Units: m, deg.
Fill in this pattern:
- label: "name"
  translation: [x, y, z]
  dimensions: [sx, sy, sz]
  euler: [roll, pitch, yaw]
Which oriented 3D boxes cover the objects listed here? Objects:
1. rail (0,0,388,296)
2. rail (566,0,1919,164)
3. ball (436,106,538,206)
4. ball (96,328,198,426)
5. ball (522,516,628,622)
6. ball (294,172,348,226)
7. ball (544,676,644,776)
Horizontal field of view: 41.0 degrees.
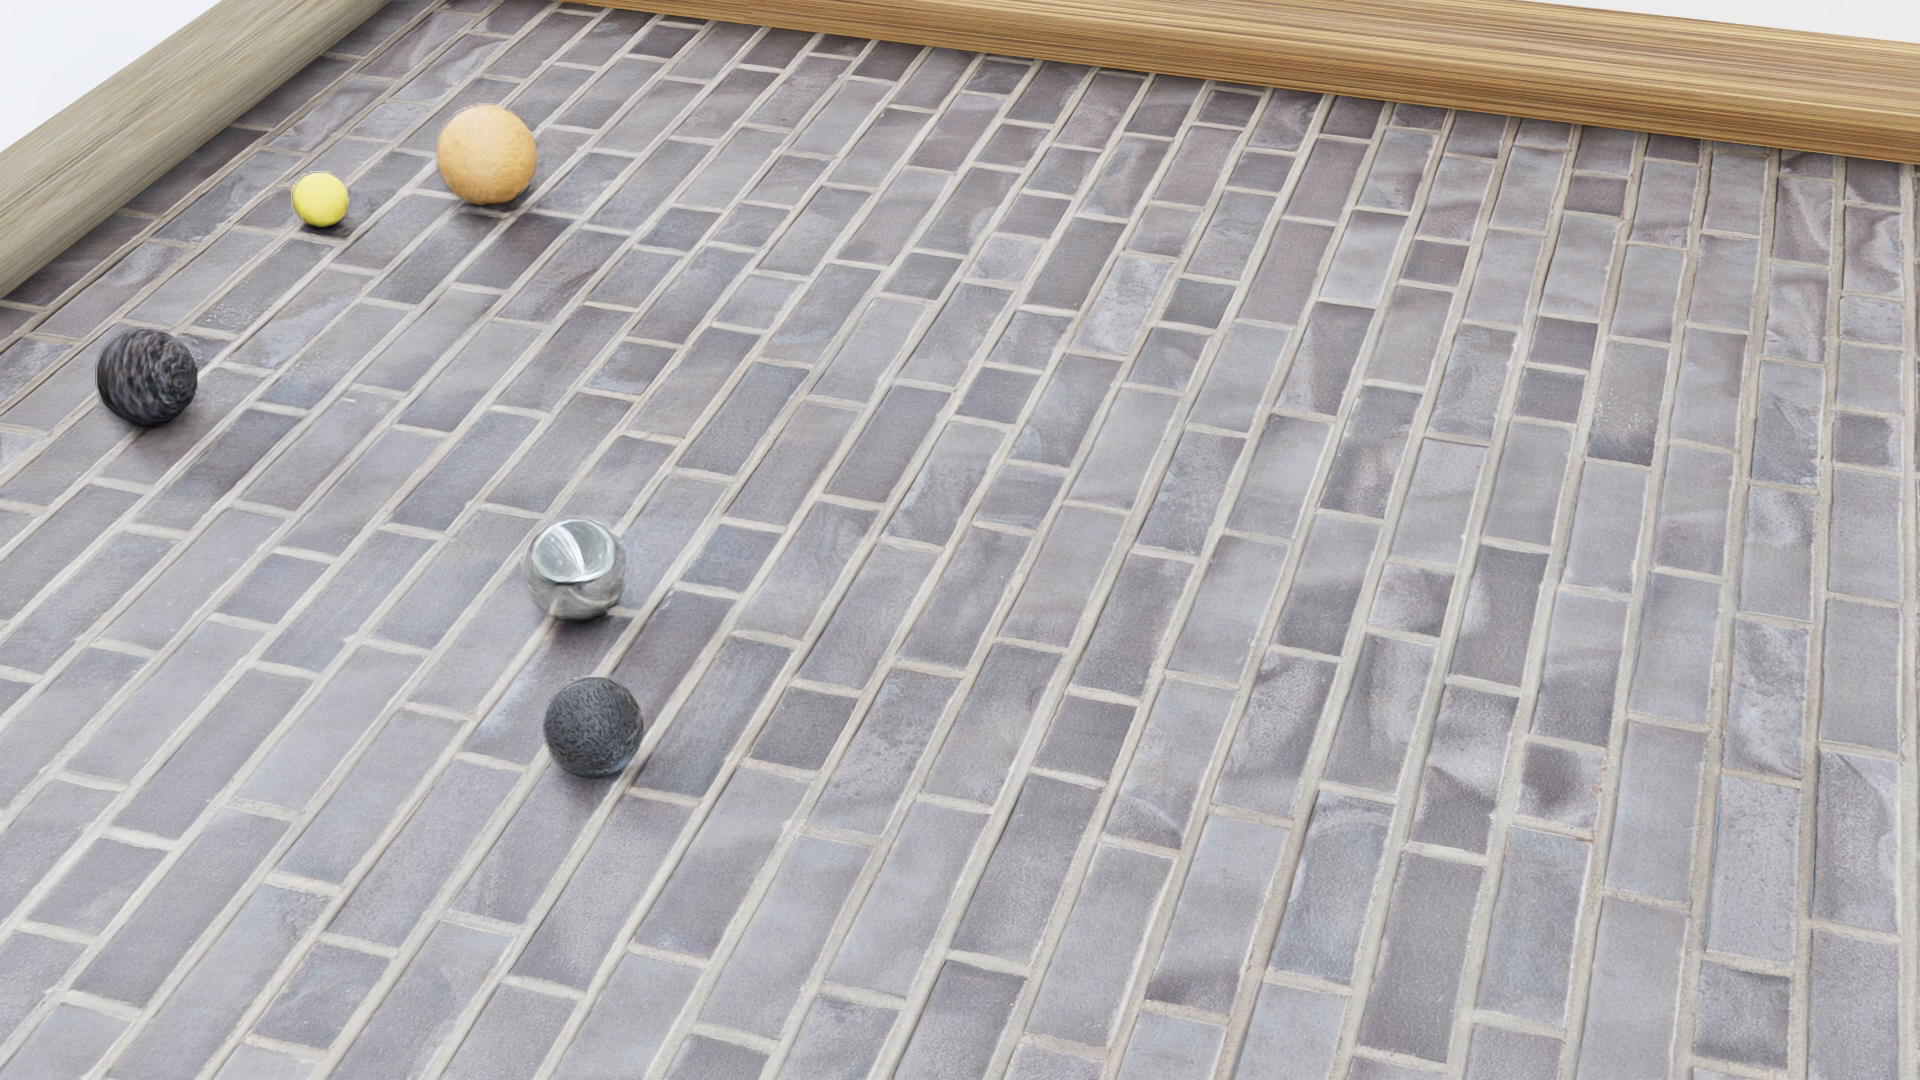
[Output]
- label: "rail"
  translation: [-0.944, -0.184, 2.248]
  dimensions: [0.045, 0.130, 2.060]
  euler: [10, 35, 14]
- label: "rail"
  translation: [1.261, -0.392, 2.562]
  dimensions: [4.043, 0.130, 0.045]
  euler: [10, 35, 14]
- label: "ball"
  translation: [-0.476, -0.387, 2.584]
  dimensions: [0.100, 0.100, 0.100]
  euler: [0, 33, 0]
- label: "ball"
  translation: [-0.705, -0.141, 2.227]
  dimensions: [0.084, 0.084, 0.084]
  euler: [0, 33, 0]
- label: "ball"
  translation: [-0.297, 0.022, 1.982]
  dimensions: [0.081, 0.081, 0.081]
  euler: [0, 33, 0]
- label: "ball"
  translation: [-0.636, -0.339, 2.553]
  dimensions: [0.054, 0.054, 0.054]
  euler: [0, 33, 0]
- label: "ball"
  translation: [-0.260, 0.133, 1.824]
  dimensions: [0.071, 0.071, 0.071]
  euler: [0, 33, 0]
